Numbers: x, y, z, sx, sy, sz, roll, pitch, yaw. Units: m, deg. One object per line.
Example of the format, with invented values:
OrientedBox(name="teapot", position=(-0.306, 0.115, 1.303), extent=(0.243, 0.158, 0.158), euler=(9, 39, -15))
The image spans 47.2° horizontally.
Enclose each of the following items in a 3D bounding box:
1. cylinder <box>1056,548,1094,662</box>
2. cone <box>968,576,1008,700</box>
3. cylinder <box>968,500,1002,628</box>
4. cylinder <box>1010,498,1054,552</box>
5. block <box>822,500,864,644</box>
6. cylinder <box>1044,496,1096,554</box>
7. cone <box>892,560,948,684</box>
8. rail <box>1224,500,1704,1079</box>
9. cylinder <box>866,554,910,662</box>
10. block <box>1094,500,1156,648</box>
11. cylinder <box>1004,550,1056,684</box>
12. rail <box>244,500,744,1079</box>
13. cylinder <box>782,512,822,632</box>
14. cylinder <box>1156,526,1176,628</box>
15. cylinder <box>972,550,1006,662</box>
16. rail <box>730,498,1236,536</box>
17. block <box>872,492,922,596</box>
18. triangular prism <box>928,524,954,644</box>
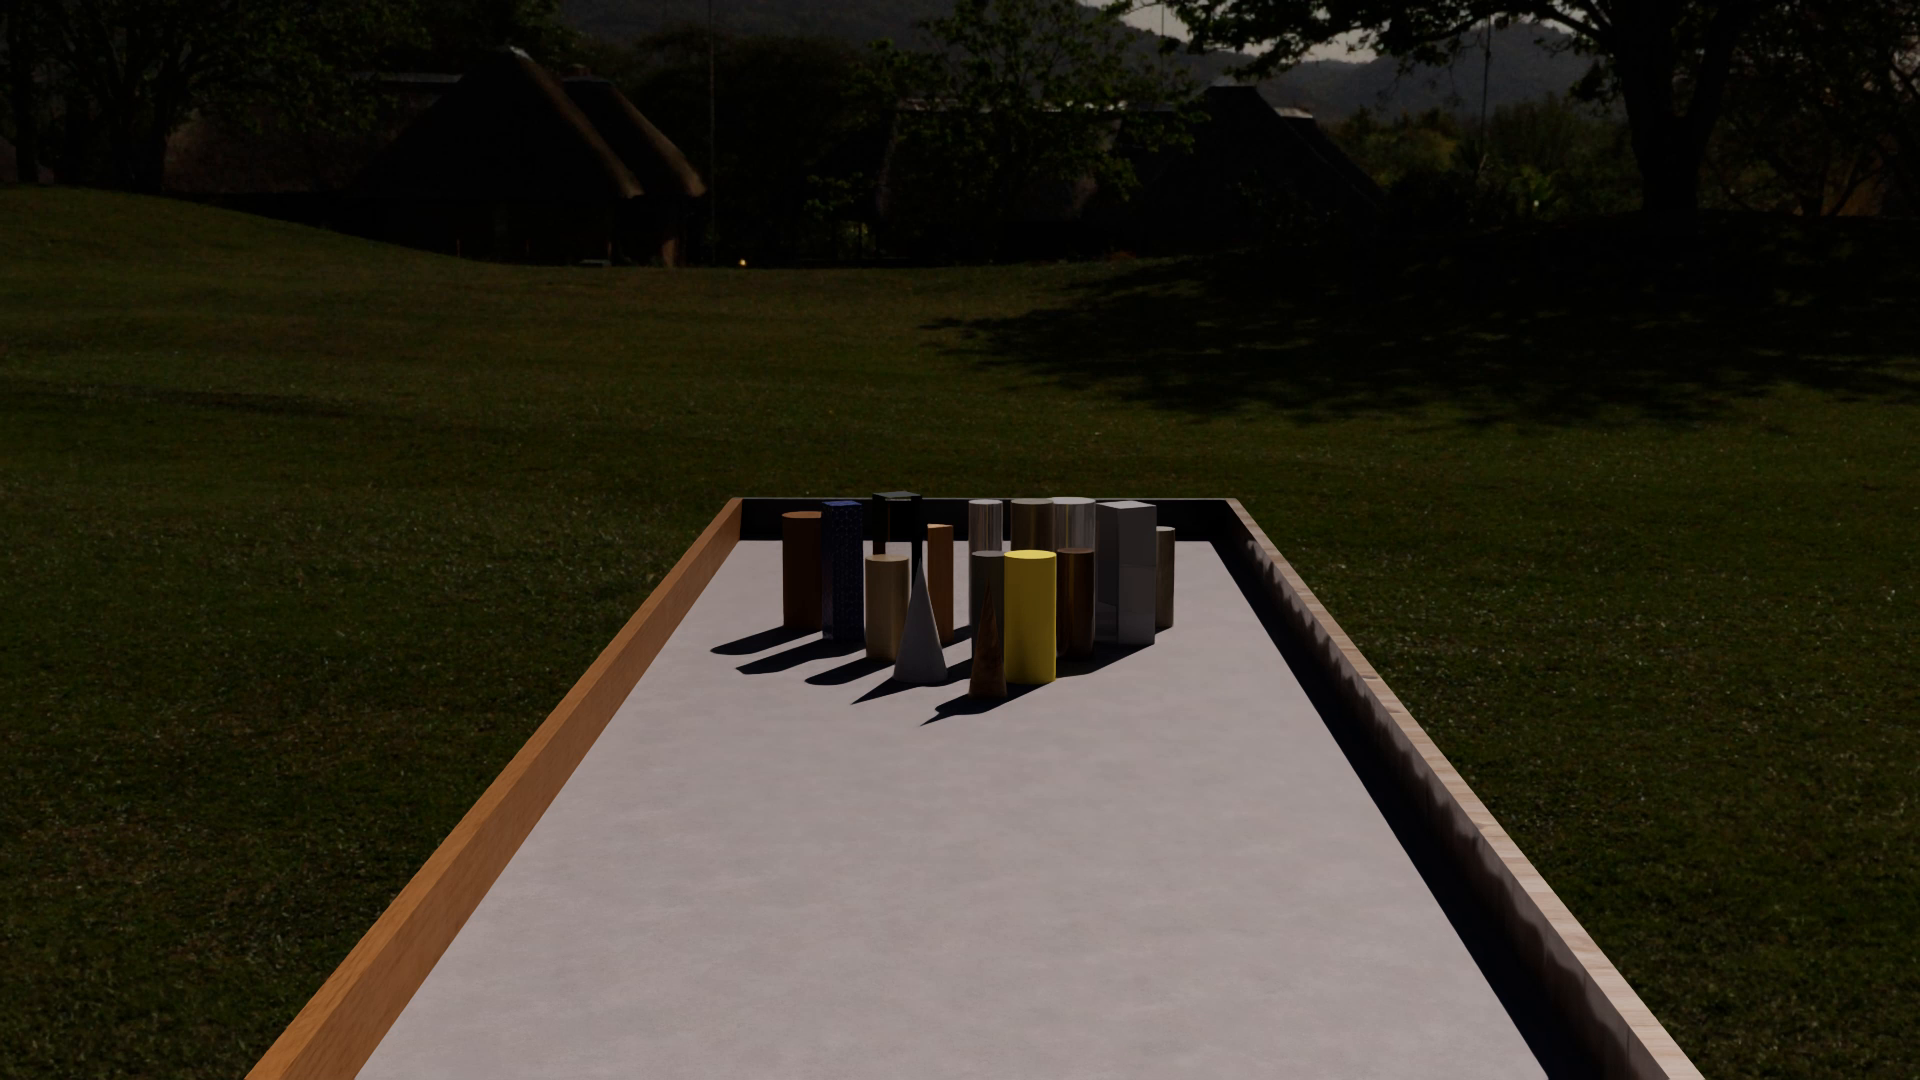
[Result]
OrientedBox(name="cylinder", position=(0.352, 0.197, 6.706), extent=(0.115, 0.333, 0.115), euler=(0, 9, 0))
OrientedBox(name="cone", position=(0.079, 0.265, 6.192), extent=(0.115, 0.358, 0.115), euler=(0, 9, 0))
OrientedBox(name="cylinder", position=(0.083, 0.078, 7.205), extent=(0.112, 0.410, 0.112), euler=(0, 9, 0))
OrientedBox(name="cylinder", position=(0.226, 0.103, 6.909), extent=(0.134, 0.454, 0.134), euler=(0, 9, 0))
OrientedBox(name="block", position=(-0.372, 0.101, 6.964), extent=(0.103, 0.440, 0.103), euler=(-4, 10, -22))
OrientedBox(name="cylinder", position=(0.354, 0.079, 7.166), extent=(0.172, 0.420, 0.172), euler=(0, 9, 0))
OrientedBox(name="cone", position=(-0.116, 0.225, 6.440), extent=(0.165, 0.360, 0.165), euler=(0, 9, 0))
OrientedBox(name="rail", position=(1.046, 0.843, 3.208), extent=(0.050, 0.150, 12.000), euler=(0, 9, 1))
OrientedBox(name="cylinder", position=(-0.221, 0.208, 6.707), extent=(0.134, 0.311, 0.134), euler=(0, 9, 0))
OrientedBox(name="block", position=(0.521, 0.106, 6.934), extent=(0.139, 0.440, 0.139), euler=(-5, 10, -29))
OrientedBox(name="cylinder", position=(0.204, 0.224, 6.409), extent=(0.152, 0.370, 0.152), euler=(0, 9, 0))
OrientedBox(name="rail", position=(-1.004, 0.839, 3.234), extent=(0.050, 0.150, 12.000), euler=(0, 9, 1))
OrientedBox(name="cylinder", position=(-0.500, 0.101, 7.190), extent=(0.158, 0.371, 0.158), euler=(0, 9, 0))
OrientedBox(name="cylinder", position=(0.652, 0.122, 7.211), extent=(0.101, 0.322, 0.101), euler=(0, 9, 0))
OrientedBox(name="cylinder", position=(0.092, 0.202, 6.691), extent=(0.114, 0.326, 0.114), euler=(0, 9, 0))
OrientedBox(name="rail", position=(0.099, -0.098, 9.147), extent=(2.100, 0.150, 0.050), euler=(0, 9, 1))
OrientedBox(name="block", position=(-0.204, 0.068, 7.180), extent=(0.120, 0.438, 0.120), euler=(-5, 10, -30))
OrientedBox(name="triangular prism", position=(-0.080, 0.137, 6.957), extent=(0.092, 0.372, 0.079), euler=(-6, 11, -32))
